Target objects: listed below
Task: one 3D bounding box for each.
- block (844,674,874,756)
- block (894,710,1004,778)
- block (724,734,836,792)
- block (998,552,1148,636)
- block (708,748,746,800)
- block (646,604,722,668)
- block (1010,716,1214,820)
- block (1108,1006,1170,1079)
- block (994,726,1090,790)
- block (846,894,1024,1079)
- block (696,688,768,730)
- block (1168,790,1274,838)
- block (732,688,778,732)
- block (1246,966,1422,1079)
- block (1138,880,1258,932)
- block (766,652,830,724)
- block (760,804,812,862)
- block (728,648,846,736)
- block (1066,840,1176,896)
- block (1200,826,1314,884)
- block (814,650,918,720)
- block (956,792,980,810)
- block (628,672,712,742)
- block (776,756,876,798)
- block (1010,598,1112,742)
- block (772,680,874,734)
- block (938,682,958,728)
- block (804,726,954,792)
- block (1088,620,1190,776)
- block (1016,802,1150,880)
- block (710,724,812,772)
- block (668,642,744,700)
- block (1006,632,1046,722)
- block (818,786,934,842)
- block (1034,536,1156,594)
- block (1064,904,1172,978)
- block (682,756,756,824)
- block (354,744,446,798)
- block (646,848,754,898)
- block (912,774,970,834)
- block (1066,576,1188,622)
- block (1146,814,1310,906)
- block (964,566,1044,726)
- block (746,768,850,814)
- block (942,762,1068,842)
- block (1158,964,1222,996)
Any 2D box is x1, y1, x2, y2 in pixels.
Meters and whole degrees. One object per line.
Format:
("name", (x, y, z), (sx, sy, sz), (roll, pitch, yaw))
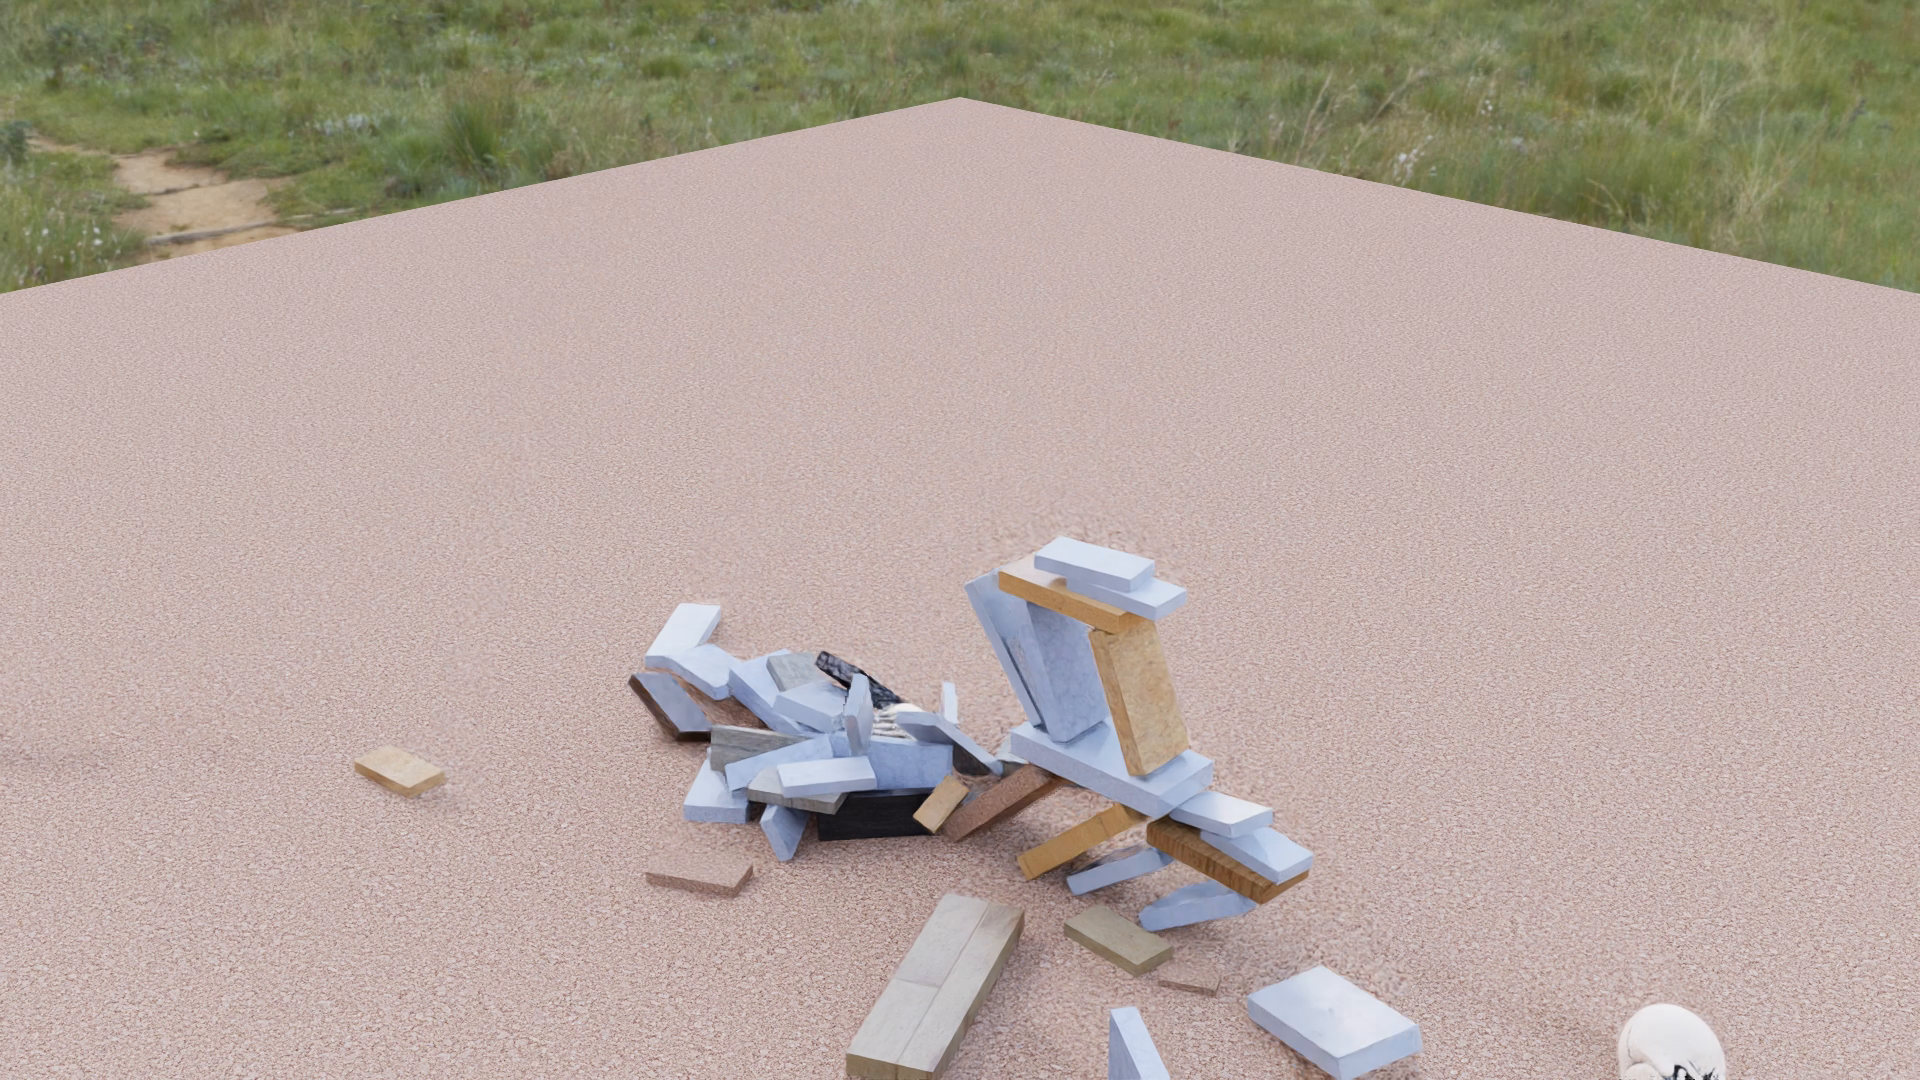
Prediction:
("block", (-0.198, 0.348, 4.337), (0.026, 0.184, 0.092), (8, 59, 8))
("block", (-0.020, 0.415, 4.461), (0.092, 0.026, 0.313), (1, -24, 28))
("block", (-0.361, 0.448, 4.406), (0.223, 0.054, 0.015), (-17, -18, 9))
("block", (0.219, 0.091, 4.000), (0.274, 0.039, 0.137), (20, 31, 36))
("block", (-0.451, 0.472, 4.522), (0.091, 0.026, 0.182), (-9, 24, -20))
("block", (-0.651, 0.225, 5.192), (0.102, 0.029, 0.291), (4, 23, 8))
("block", (0.279, 0.402, 4.073), (0.342, 0.048, 0.171), (21, 31, 36))
("block", (0.296, 0.890, 3.467), (0.043, 0.153, 0.307), (-5, 23, -11))
("block", (0.239, 0.463, 4.614), (0.303, 0.043, 0.152), (6, 24, 14))
("block", (-0.035, 0.781, 3.841), (0.153, 0.043, 0.495), (9, 26, 17))
("block", (-0.475, 0.350, 4.894), (0.114, 0.032, 0.228), (-20, 30, -39))
("block", (0.465, 0.489, 3.930), (0.093, 0.026, 0.186), (-16, 13, -28))
("block", (-0.381, 0.365, 4.790), (0.114, 0.032, 0.228), (-21, 44, -40))
("block", (0.623, 0.807, 3.686), (0.153, 0.043, 0.307), (-17, 14, -18))
("block", (0.460, 0.652, 3.998), (0.133, 0.038, 0.266), (-21, -2, -41))
("block", (-0.334, 0.318, 4.741), (0.102, 0.029, 0.204), (-6, 36, -25))
("block", (-0.343, 0.546, 4.350), (0.027, 0.094, 0.187), (-20, 18, 16))
("block", (-0.350, 0.353, 4.748), (0.152, 0.043, 0.303), (-18, 43, -38))
("block", (0.331, 0.597, 4.114), (0.133, 0.038, 0.265), (-21, -5, -41))
("block", (0.525, 0.542, 3.896), (0.093, 0.026, 0.186), (-18, 32, -37))
("block", (-0.187, 0.327, 4.717), (0.128, 0.036, 0.256), (21, -14, 48))
("block", (-0.001, 0.530, 4.492), (0.109, 0.015, 0.054), (12, 26, 26))
("block", (-0.622, 0.361, 4.756), (0.102, 0.029, 0.204), (3, 33, -47))
("block", (-0.264, 0.465, 4.323), (0.182, 0.026, 0.091), (-4, 24, -13))
("block", (0.189, 0.221, 4.084), (0.039, 0.275, 0.137), (-9, 11, 45))
("block", (-0.282, 0.344, 4.559), (0.128, 0.036, 0.256), (21, 9, 15))
("block", (-0.028, 0.389, 4.721), (0.026, 0.092, 0.184), (8, 23, -5))
("block", (-0.170, 0.474, 4.441), (0.303, 0.152, 0.043), (6, 9, 14))
("block", (0.325, 0.273, 3.977), (0.039, 0.275, 0.137), (-8, 12, 45))
("block", (0.270, 0.540, 4.153), (0.171, 0.048, 0.342), (-21, -10, -41))
("block", (-0.386, 0.435, 4.454), (0.242, 0.091, 0.026), (7, 11, 14))
("block", (-0.552, 0.294, 4.940), (0.114, 0.032, 0.228), (-16, 24, -31))
("block", (0.163, 0.252, 4.130), (0.027, 0.187, 0.094), (-26, -1, 44))
("block", (-0.166, 0.544, 4.360), (0.231, 0.094, 0.027), (-3, 23, -6))
("block", (0.241, 0.044, 3.959), (0.194, 0.028, 0.097), (15, 28, 27))
("block", (0.287, 0.729, 4.008), (0.093, 0.026, 0.186), (-19, 30, -38))
("block", (-0.476, 0.502, 4.531), (0.128, 0.036, 0.256), (3, 23, 7))
("block", (-1.171, 0.482, 4.591), (0.183, 0.026, 0.091), (18, 29, 36))
("block", (-0.500, 0.639, 4.220), (0.183, 0.026, 0.091), (7, 24, 16))
("block", (-0.037, 0.519, 4.325), (0.054, 0.015, 0.109), (37, 75, 16))
("block", (0.298, 0.088, 3.930), (0.194, 0.028, 0.097), (20, 30, 35))
("block", (0.478, 0.556, 3.937), (0.133, 0.038, 0.266), (-21, 34, -40))
("block", (0.110, 0.199, 4.144), (0.028, 0.294, 0.097), (-26, 0, 44))
("block", (-0.317, 0.492, 4.323), (0.182, 0.026, 0.091), (8, 24, 15))
("block", (0.120, 0.485, 4.274), (0.171, 0.048, 0.342), (-19, -14, -38))
("block", (0.407, 0.780, 3.902), (0.104, 0.015, 0.052), (7, 24, 17))
